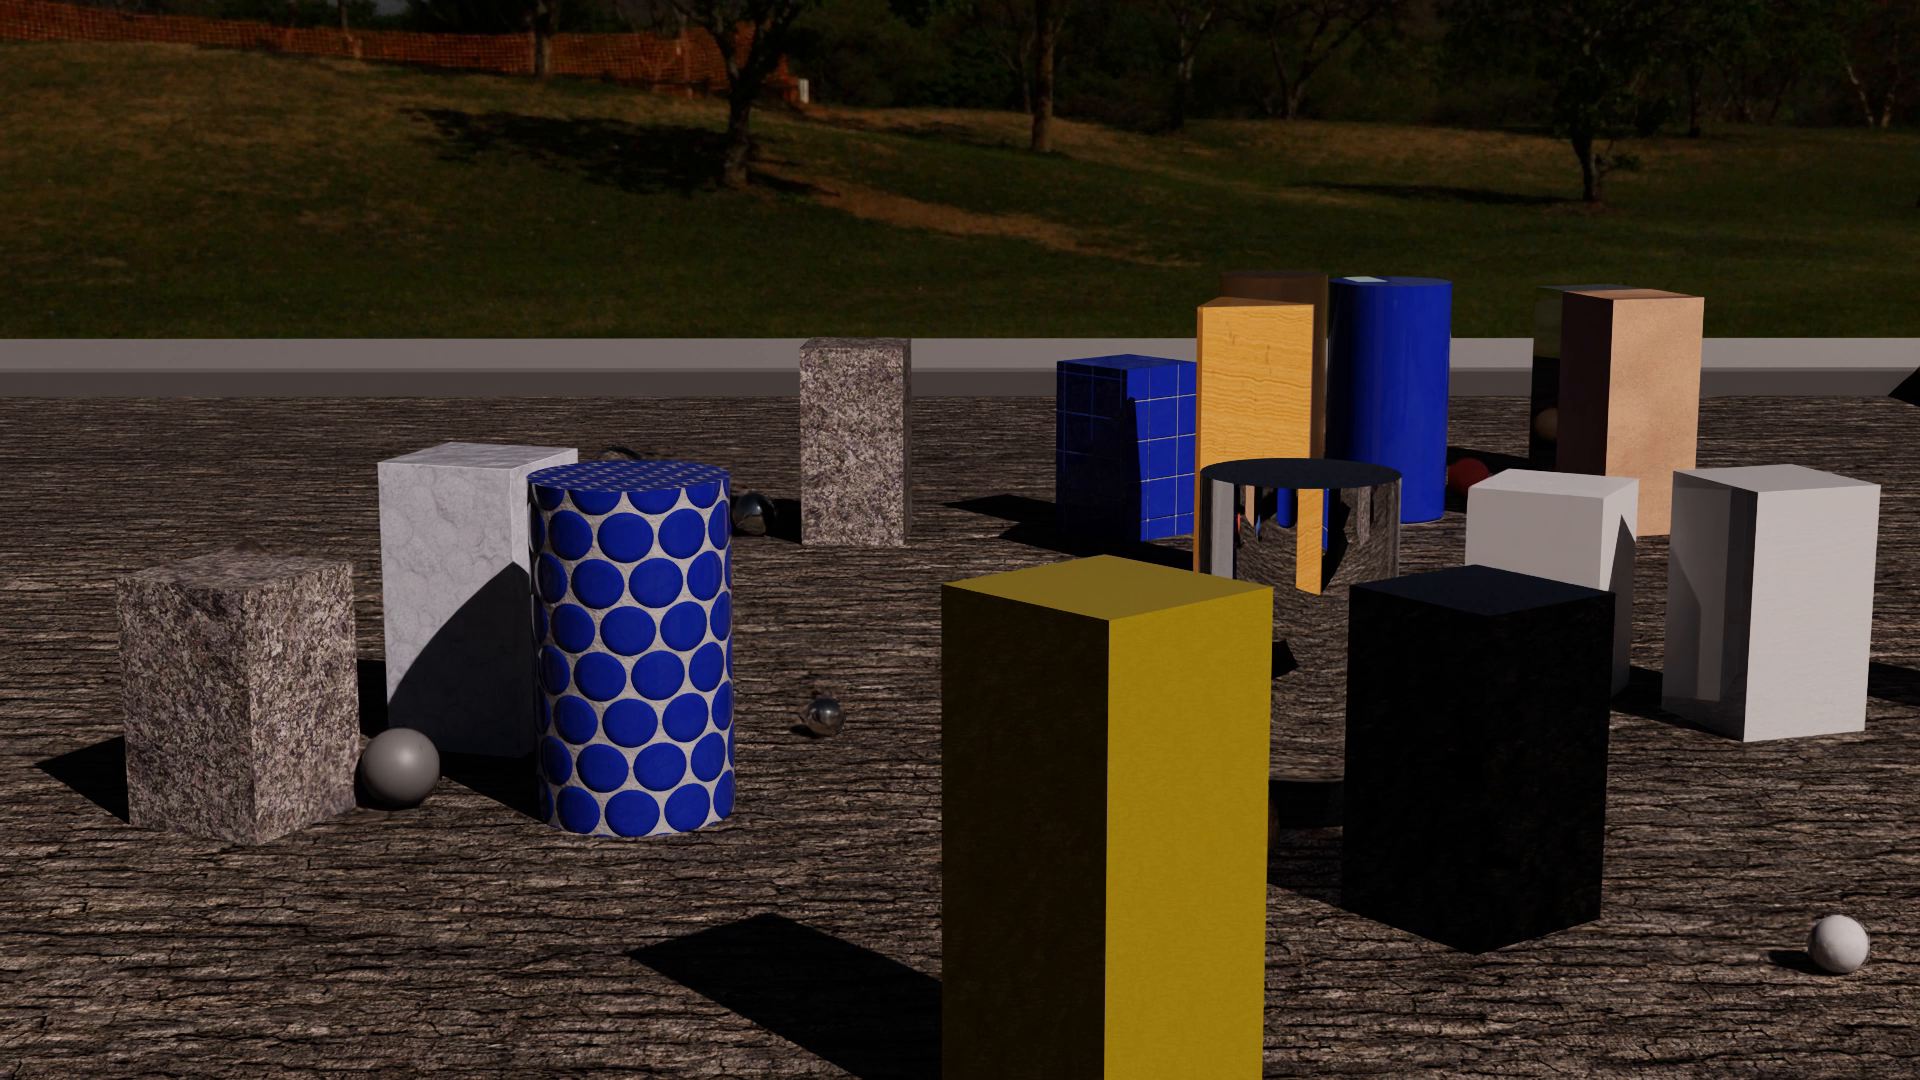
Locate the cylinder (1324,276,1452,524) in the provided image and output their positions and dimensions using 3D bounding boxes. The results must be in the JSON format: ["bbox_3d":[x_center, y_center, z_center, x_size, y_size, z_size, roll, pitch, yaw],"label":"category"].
[{"bbox_3d":[0.695,-0.229,4.171,0.196,0.382,0.196,0,11,0],"label":"cylinder"}]

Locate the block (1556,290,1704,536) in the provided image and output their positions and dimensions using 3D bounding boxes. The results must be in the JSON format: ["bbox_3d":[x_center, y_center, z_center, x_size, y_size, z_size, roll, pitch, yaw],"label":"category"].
[{"bbox_3d":[1.055,-0.203,4.059,0.157,0.371,0.157,-3,11,-16],"label":"block"}]

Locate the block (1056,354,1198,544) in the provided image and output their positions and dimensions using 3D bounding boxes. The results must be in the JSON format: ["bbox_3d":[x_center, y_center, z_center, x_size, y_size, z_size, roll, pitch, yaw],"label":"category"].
[{"bbox_3d":[0.262,-0.146,4.034,0.157,0.269,0.157,-9,14,-40],"label":"block"}]

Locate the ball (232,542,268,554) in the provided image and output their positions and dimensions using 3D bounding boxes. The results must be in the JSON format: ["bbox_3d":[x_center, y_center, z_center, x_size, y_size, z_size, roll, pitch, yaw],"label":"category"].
[{"bbox_3d":[-1.009,0.032,3.640,0.061,0.061,0.061,0,11,0],"label":"ball"}]

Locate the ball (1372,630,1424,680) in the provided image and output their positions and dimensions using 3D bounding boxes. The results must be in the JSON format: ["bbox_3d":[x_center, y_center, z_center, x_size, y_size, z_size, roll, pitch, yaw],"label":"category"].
[{"bbox_3d":[0.524,0.138,3.071,0.061,0.061,0.061,0,11,0],"label":"ball"}]

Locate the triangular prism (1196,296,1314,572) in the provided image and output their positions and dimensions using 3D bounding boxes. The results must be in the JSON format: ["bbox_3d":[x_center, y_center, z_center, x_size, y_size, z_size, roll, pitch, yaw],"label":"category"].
[{"bbox_3d":[0.400,-0.148,3.704,0.170,0.393,0.147,-3,11,-13],"label":"triangular prism"}]

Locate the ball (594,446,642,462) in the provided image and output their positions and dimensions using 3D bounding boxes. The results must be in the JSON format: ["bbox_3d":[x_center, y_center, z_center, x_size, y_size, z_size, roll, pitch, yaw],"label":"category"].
[{"bbox_3d":[-0.569,-0.106,4.285,0.098,0.098,0.098,0,11,0],"label":"ball"}]

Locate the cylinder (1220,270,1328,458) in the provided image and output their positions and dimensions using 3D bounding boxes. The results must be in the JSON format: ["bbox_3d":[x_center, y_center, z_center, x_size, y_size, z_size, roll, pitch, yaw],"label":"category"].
[{"bbox_3d":[0.569,-0.310,4.691,0.196,0.351,0.196,0,11,0],"label":"cylinder"}]

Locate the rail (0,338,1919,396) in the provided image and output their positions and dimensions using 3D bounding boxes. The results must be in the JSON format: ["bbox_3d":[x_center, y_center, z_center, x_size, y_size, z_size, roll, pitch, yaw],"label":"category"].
[{"bbox_3d":[-0.013,-0.378,5.667,4.344,0.127,0.045,0,11,0],"label":"rail"}]

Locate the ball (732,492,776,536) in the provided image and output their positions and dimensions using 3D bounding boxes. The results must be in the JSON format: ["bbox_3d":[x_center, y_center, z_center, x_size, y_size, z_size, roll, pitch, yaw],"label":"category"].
[{"bbox_3d":[-0.322,-0.040,4.010,0.068,0.068,0.068,0,11,0],"label":"ball"}]

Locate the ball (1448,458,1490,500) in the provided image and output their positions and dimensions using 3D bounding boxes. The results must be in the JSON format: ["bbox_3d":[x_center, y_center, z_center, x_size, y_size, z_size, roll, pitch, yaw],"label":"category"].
[{"bbox_3d":[0.863,-0.103,4.345,0.070,0.070,0.070,0,11,0],"label":"ball"}]

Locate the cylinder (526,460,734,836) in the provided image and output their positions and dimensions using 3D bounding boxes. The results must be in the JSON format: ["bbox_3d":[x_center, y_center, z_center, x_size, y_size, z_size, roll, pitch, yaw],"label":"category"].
[{"bbox_3d":[-0.321,0.102,2.517,0.196,0.334,0.196,0,11,0],"label":"cylinder"}]

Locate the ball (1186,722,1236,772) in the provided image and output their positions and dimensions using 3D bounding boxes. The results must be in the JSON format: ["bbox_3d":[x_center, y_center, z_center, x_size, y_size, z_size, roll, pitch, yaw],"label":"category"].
[{"bbox_3d":[0.262,0.216,2.671,0.052,0.052,0.052,0,11,0],"label":"ball"}]

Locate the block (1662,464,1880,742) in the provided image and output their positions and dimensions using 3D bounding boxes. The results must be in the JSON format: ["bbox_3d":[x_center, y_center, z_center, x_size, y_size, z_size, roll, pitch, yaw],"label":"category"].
[{"bbox_3d":[0.903,0.067,2.866,0.157,0.276,0.157,-4,11,-18],"label":"block"}]

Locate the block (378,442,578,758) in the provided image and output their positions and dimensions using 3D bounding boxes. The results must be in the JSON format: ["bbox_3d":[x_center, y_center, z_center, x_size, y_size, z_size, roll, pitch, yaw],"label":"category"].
[{"bbox_3d":[-0.519,0.061,2.798,0.157,0.311,0.157,3,11,18],"label":"block"}]

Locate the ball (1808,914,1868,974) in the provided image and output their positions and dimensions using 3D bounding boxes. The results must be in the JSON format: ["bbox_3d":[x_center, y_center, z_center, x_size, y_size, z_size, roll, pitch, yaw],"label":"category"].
[{"bbox_3d":[0.713,0.328,2.082,0.047,0.047,0.047,0,11,0],"label":"ball"}]

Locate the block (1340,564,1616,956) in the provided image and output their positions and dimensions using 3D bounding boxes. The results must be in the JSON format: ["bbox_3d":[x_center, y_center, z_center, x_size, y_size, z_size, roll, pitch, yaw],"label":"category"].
[{"bbox_3d":[0.443,0.183,2.206,0.157,0.287,0.157,-8,13,-36],"label":"block"}]

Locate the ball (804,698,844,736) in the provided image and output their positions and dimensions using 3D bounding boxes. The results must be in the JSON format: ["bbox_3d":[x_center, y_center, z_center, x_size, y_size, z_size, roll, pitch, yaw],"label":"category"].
[{"bbox_3d":[-0.149,0.194,2.816,0.042,0.042,0.042,0,11,0],"label":"ball"}]

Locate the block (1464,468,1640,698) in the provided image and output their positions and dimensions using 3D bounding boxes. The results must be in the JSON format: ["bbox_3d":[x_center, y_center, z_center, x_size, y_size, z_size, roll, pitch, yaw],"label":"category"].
[{"bbox_3d":[0.690,0.055,3.003,0.157,0.248,0.157,6,12,28],"label":"block"}]

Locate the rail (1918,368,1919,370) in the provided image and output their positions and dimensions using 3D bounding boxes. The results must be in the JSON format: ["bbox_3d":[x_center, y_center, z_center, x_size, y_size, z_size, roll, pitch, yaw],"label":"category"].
[{"bbox_3d":[2.148,0.031,3.461,0.045,0.127,4.558,0,11,0],"label":"rail"}]

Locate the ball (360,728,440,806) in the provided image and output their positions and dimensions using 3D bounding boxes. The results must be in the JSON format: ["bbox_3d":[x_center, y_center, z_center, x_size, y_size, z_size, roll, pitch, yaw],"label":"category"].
[{"bbox_3d":[-0.556,0.226,2.549,0.078,0.078,0.078,0,11,0],"label":"ball"}]

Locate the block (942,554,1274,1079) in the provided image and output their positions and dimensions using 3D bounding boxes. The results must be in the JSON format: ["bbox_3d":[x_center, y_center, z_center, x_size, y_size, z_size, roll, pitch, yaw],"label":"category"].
[{"bbox_3d":[0.098,0.218,1.753,0.157,0.383,0.157,-9,14,-42],"label":"block"}]

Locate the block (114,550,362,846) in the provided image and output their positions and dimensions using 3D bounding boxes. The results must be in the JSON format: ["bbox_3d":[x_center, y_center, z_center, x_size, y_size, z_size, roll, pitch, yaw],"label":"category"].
[{"bbox_3d":[-0.701,0.149,2.503,0.157,0.245,0.157,5,12,25],"label":"block"}]

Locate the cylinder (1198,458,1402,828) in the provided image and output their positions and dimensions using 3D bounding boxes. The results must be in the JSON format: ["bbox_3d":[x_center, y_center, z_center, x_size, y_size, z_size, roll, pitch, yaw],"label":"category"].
[{"bbox_3d":[0.334,0.097,2.544,0.196,0.332,0.196,0,11,0],"label":"cylinder"}]

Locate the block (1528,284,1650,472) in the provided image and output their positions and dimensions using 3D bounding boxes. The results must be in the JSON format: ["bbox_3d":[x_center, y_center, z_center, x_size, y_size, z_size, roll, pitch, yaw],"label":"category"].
[{"bbox_3d":[1.126,-0.277,4.549,0.157,0.337,0.157,-4,11,-22],"label":"block"}]

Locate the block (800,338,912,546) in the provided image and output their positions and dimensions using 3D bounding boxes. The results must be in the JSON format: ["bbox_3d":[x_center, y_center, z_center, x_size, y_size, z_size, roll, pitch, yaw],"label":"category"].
[{"bbox_3d":[-0.160,-0.155,3.988,0.157,0.303,0.157,1,11,4],"label":"block"}]

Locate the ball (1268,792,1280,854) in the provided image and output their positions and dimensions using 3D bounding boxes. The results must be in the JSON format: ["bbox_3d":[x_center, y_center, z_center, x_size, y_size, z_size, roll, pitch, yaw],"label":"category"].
[{"bbox_3d":[0.245,0.258,2.338,0.092,0.092,0.092,0,11,0],"label":"ball"}]
